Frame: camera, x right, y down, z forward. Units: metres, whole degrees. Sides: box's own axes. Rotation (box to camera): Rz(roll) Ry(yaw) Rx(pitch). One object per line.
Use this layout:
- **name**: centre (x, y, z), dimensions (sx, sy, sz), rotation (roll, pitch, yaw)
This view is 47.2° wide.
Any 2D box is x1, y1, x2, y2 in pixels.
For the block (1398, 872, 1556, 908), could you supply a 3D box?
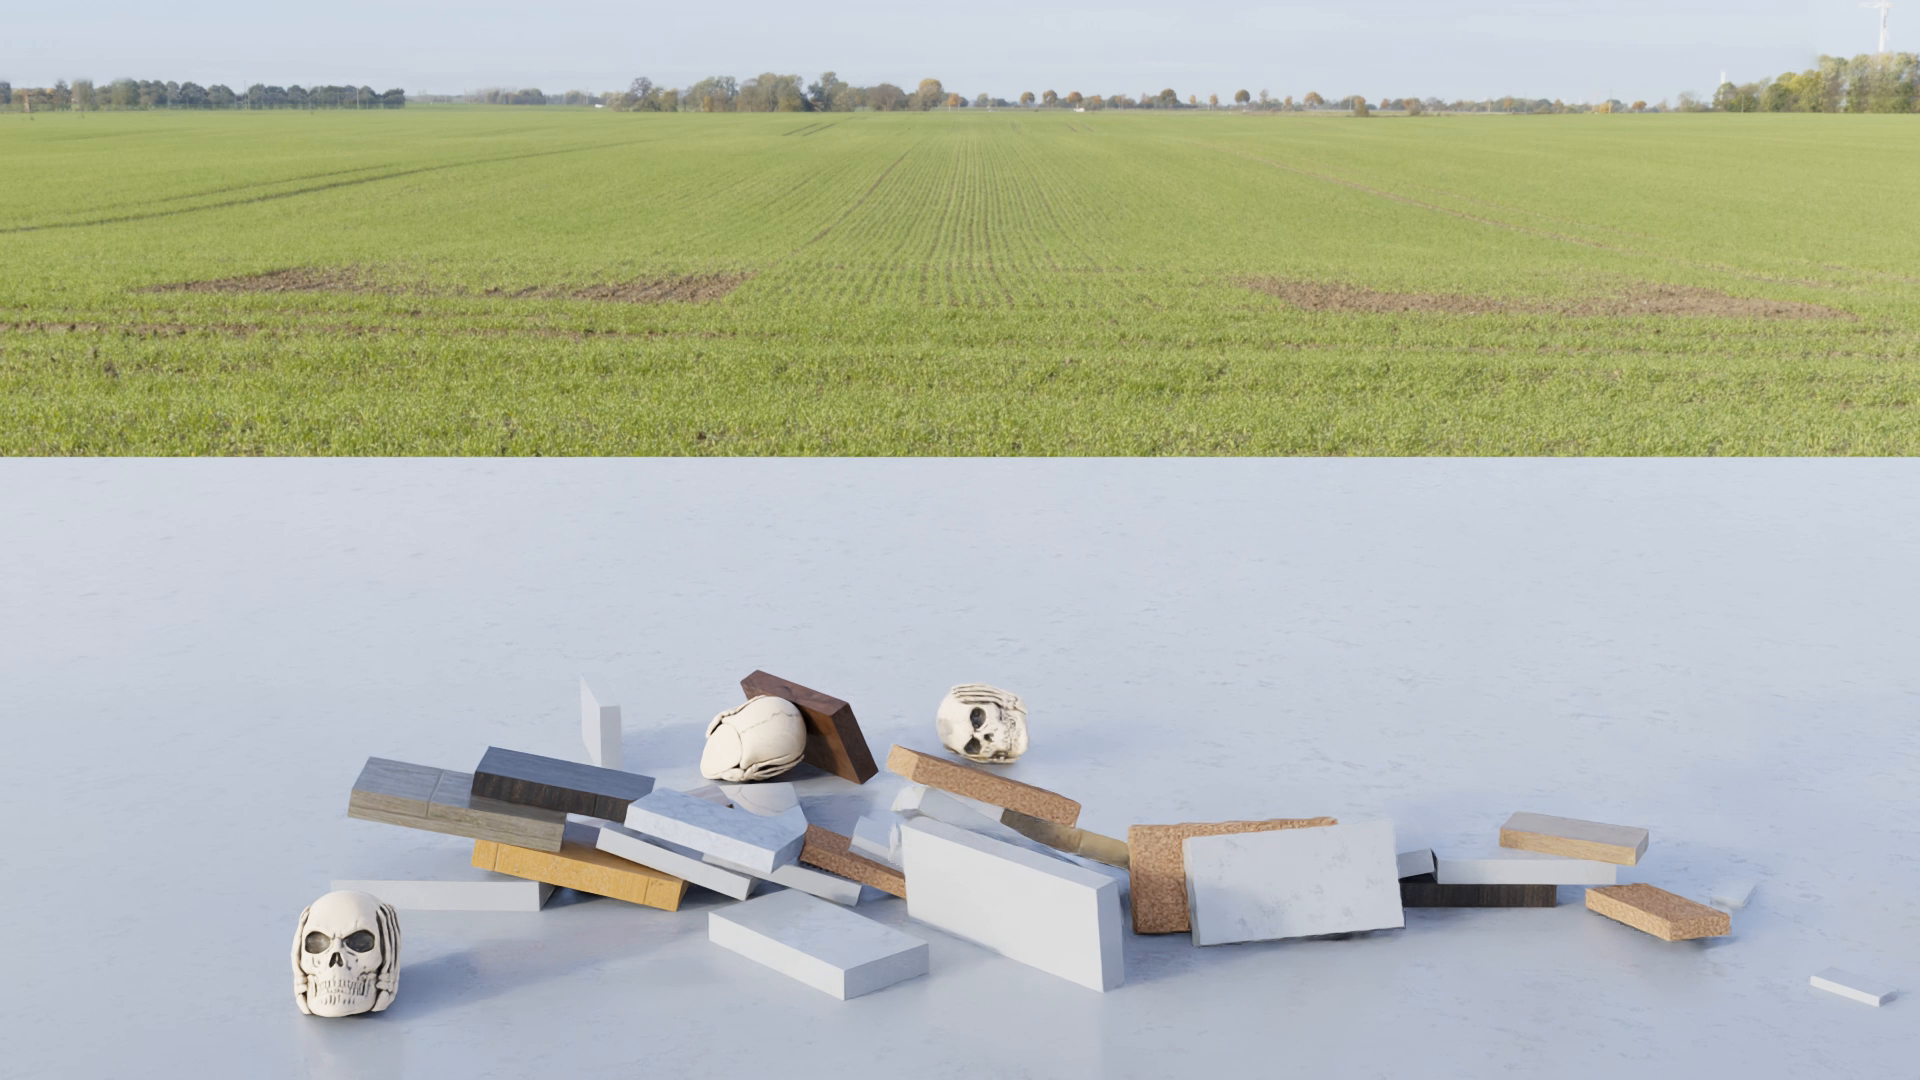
- **block**: centre (0.831, 0.569, 3.672), dimensions (0.291, 0.041, 0.145), rotation (0, 11, 0)

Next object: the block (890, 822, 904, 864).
- **block**: centre (-0.015, 0.535, 3.642), dimensions (0.208, 0.029, 0.104), rotation (24, 11, -8)

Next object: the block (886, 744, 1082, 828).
- **block**: centre (0.038, 0.401, 3.584), dimensions (0.291, 0.041, 0.145), rotation (18, -4, -18)

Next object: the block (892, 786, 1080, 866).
- **block**: centre (0.041, 0.487, 3.599), dimensions (0.291, 0.041, 0.145), rotation (29, -16, -13)

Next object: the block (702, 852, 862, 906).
- **block**: centre (-0.290, 0.533, 3.664), dimensions (0.262, 0.037, 0.131), rotation (17, 11, -2)

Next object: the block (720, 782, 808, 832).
- **block**: centre (-0.368, 0.511, 3.965), dimensions (0.166, 0.047, 0.332), rotation (-2, 11, -11)

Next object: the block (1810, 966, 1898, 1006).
- **block**: centre (1.322, 0.660, 3.250), dimensions (0.054, 0.015, 0.108), rotation (-8, 13, -37)

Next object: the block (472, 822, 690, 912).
- **block**: centre (-0.621, 0.530, 3.664), dimensions (0.343, 0.049, 0.171), rotation (13, 11, 0)

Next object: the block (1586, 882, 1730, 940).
- **block**: centre (1.107, 0.589, 3.496), dimensions (0.110, 0.031, 0.220), rotation (-2, 5, -18)

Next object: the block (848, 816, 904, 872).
- **block**: centre (-0.081, 0.531, 3.694), dimensions (0.208, 0.029, 0.104), rotation (23, 11, -2)

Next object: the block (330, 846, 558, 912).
- **block**: centre (-0.853, 0.565, 3.673), dimensions (0.343, 0.049, 0.171), rotation (0, 11, 2)

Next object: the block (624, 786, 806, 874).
- **block**: centre (-0.400, 0.472, 3.593), dimensions (0.262, 0.037, 0.131), rotation (15, 11, 15)

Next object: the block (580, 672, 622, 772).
- **block**: centre (-0.727, 0.371, 4.454), dimensions (0.041, 0.144, 0.288), rotation (-3, 11, -17)

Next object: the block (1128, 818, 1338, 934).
- **block**: centre (0.438, 0.533, 3.506), dimensions (0.330, 0.165, 0.047), rotation (-1, -4, -8)

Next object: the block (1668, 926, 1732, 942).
- **block**: centre (1.161, 0.616, 3.487), dimensions (0.108, 0.015, 0.054), rotation (-3, 11, -13)

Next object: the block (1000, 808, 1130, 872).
- **block**: centre (0.211, 0.509, 3.668), dimensions (0.291, 0.041, 0.145), rotation (16, -8, 6)

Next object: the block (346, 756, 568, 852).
- **block**: centre (-0.824, 0.437, 3.646), dimensions (0.343, 0.049, 0.171), rotation (11, 11, -8)

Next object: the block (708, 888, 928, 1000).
- **block**: centre (-0.221, 0.618, 3.387), dimensions (0.166, 0.047, 0.332), rotation (-10, 14, -42)

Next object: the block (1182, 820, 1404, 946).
- **block**: centre (0.522, 0.539, 3.454), dimensions (0.330, 0.165, 0.047), rotation (-3, -11, -10)

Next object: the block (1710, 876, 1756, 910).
- **block**: centre (1.284, 0.586, 3.651), dimensions (0.054, 0.015, 0.108), rotation (6, 12, 29)

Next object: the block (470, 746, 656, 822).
- **block**: centre (-0.665, 0.414, 3.705), dimensions (0.288, 0.041, 0.144), rotation (11, 10, -5)

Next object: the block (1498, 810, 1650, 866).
- **block**: centre (1.019, 0.494, 3.648), dimensions (0.221, 0.031, 0.110), rotation (6, 12, 28)

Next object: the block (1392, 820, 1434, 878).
- **block**: centre (0.632, 0.538, 3.672), dimensions (0.291, 0.041, 0.145), rotation (-12, 10, 3)

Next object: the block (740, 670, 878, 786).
- **block**: centre (-0.303, 0.371, 4.384), dimensions (0.047, 0.166, 0.332), rotation (-35, 28, -27)

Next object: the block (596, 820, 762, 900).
- **block**: centre (-0.460, 0.520, 3.660), dimensions (0.262, 0.037, 0.131), rotation (19, 11, 6)

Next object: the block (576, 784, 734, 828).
- **block**: centre (-0.550, 0.504, 3.875), dimensions (0.288, 0.041, 0.144), rotation (-14, 13, -16)

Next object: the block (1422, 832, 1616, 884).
- **block**: centre (0.926, 0.529, 3.660), dimensions (0.291, 0.041, 0.145), rotation (0, 11, 0)

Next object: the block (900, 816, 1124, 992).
- **block**: centre (0.075, 0.556, 3.391), dimensions (0.047, 0.165, 0.425), rotation (-18, 20, -41)

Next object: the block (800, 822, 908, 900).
- **block**: centre (-0.162, 0.537, 3.661), dimensions (0.208, 0.029, 0.104), rotation (21, 10, -6)
